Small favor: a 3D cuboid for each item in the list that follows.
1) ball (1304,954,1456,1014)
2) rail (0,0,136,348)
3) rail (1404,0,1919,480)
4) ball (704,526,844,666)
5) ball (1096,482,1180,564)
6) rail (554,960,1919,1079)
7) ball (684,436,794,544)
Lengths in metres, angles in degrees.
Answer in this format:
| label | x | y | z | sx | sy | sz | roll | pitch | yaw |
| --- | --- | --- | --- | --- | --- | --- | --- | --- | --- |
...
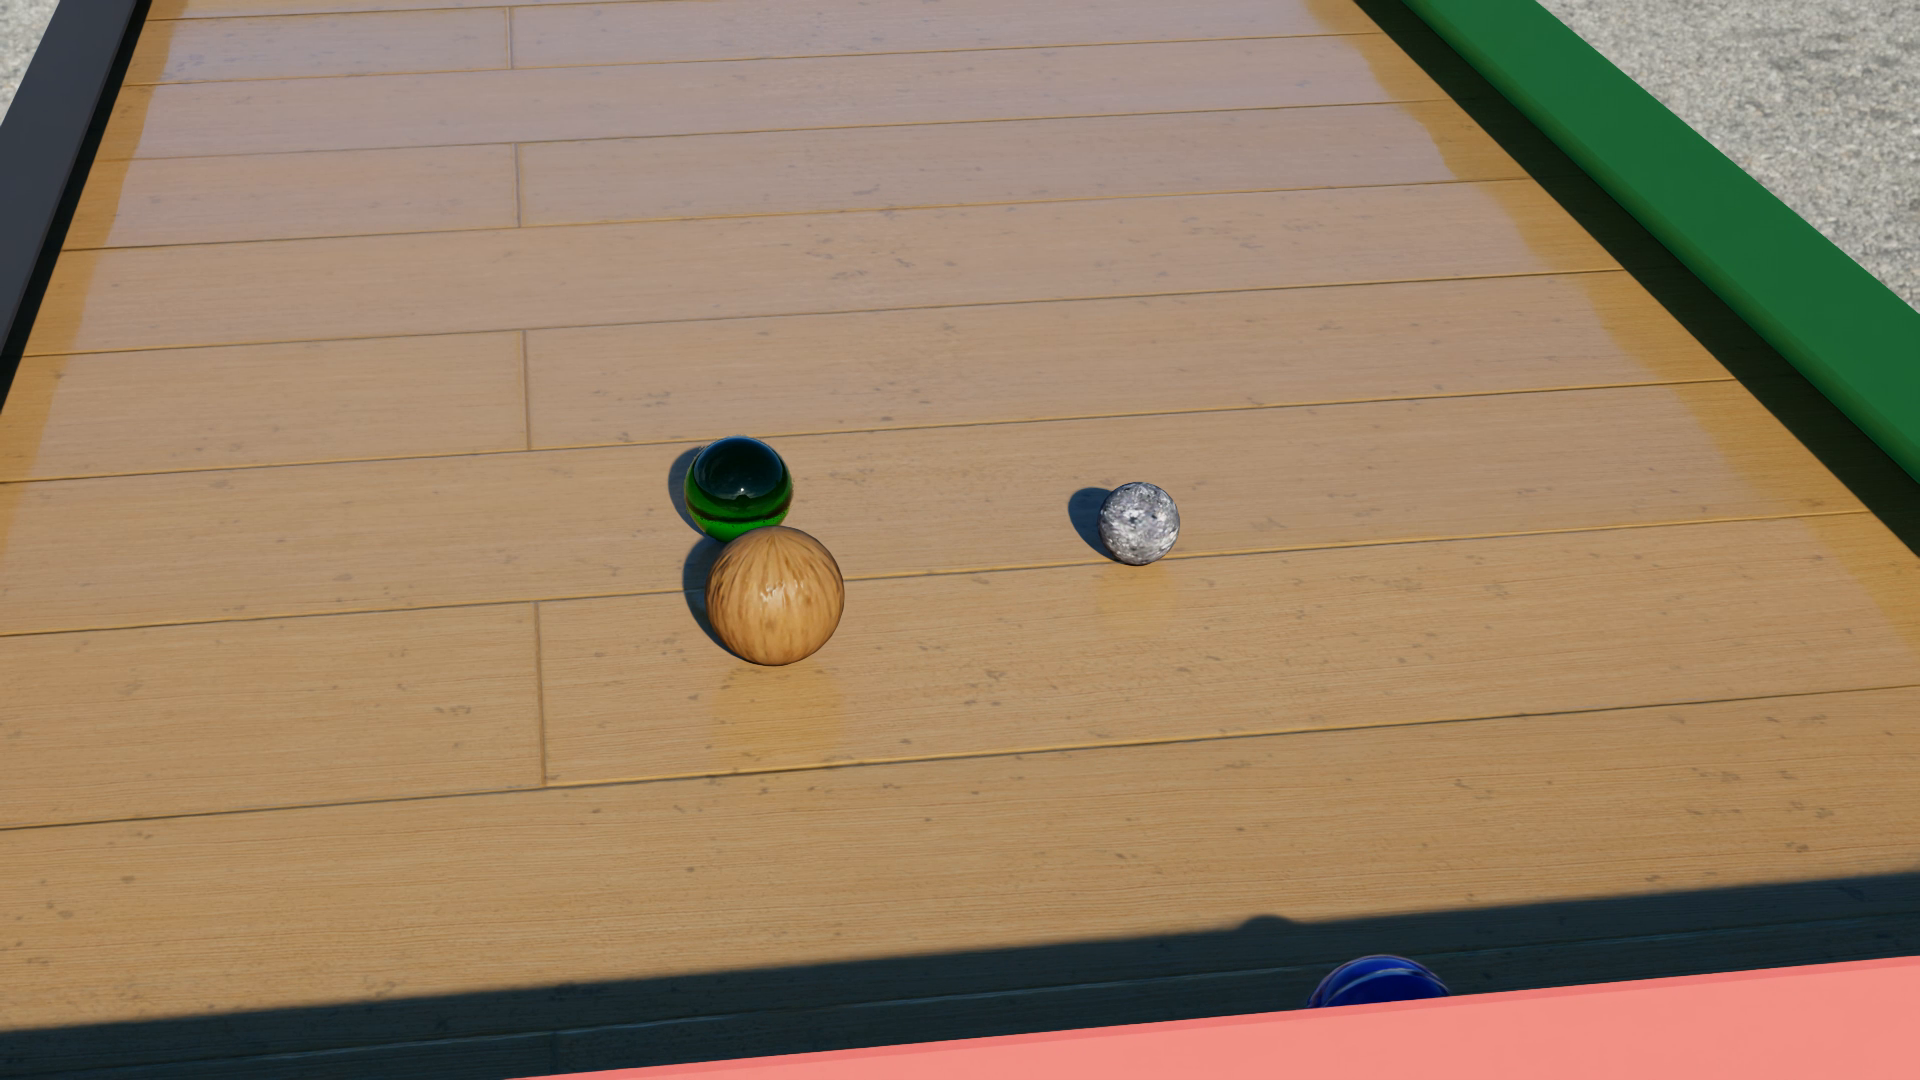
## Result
| label | x | y | z | sx | sy | sz | roll | pitch | yaw |
| --- | --- | --- | --- | --- | --- | --- | --- | --- | --- |
| ball | 0.208 | 0.245 | 1.448 | 0.080 | 0.080 | 0.080 | 0 | 26 | 0 |
| rail | -0.787 | -0.263 | 2.464 | 0.045 | 0.116 | 2.708 | -4 | 26 | -8 |
| rail | 0.586 | -0.351 | 2.649 | 0.045 | 0.116 | 2.708 | -4 | 26 | -8 |
| ball | -0.118 | 0.035 | 1.875 | 0.090 | 0.090 | 0.090 | 0 | 26 | 0 |
| ball | 0.122 | -0.011 | 2.010 | 0.057 | 0.057 | 0.057 | 0 | 26 | 0 |
| rail | 0.097 | 0.261 | 1.370 | 1.435 | 0.116 | 0.045 | -4 | 26 | -8 |
| ball | -0.153 | -0.034 | 2.037 | 0.075 | 0.075 | 0.075 | 0 | 26 | 0 |
